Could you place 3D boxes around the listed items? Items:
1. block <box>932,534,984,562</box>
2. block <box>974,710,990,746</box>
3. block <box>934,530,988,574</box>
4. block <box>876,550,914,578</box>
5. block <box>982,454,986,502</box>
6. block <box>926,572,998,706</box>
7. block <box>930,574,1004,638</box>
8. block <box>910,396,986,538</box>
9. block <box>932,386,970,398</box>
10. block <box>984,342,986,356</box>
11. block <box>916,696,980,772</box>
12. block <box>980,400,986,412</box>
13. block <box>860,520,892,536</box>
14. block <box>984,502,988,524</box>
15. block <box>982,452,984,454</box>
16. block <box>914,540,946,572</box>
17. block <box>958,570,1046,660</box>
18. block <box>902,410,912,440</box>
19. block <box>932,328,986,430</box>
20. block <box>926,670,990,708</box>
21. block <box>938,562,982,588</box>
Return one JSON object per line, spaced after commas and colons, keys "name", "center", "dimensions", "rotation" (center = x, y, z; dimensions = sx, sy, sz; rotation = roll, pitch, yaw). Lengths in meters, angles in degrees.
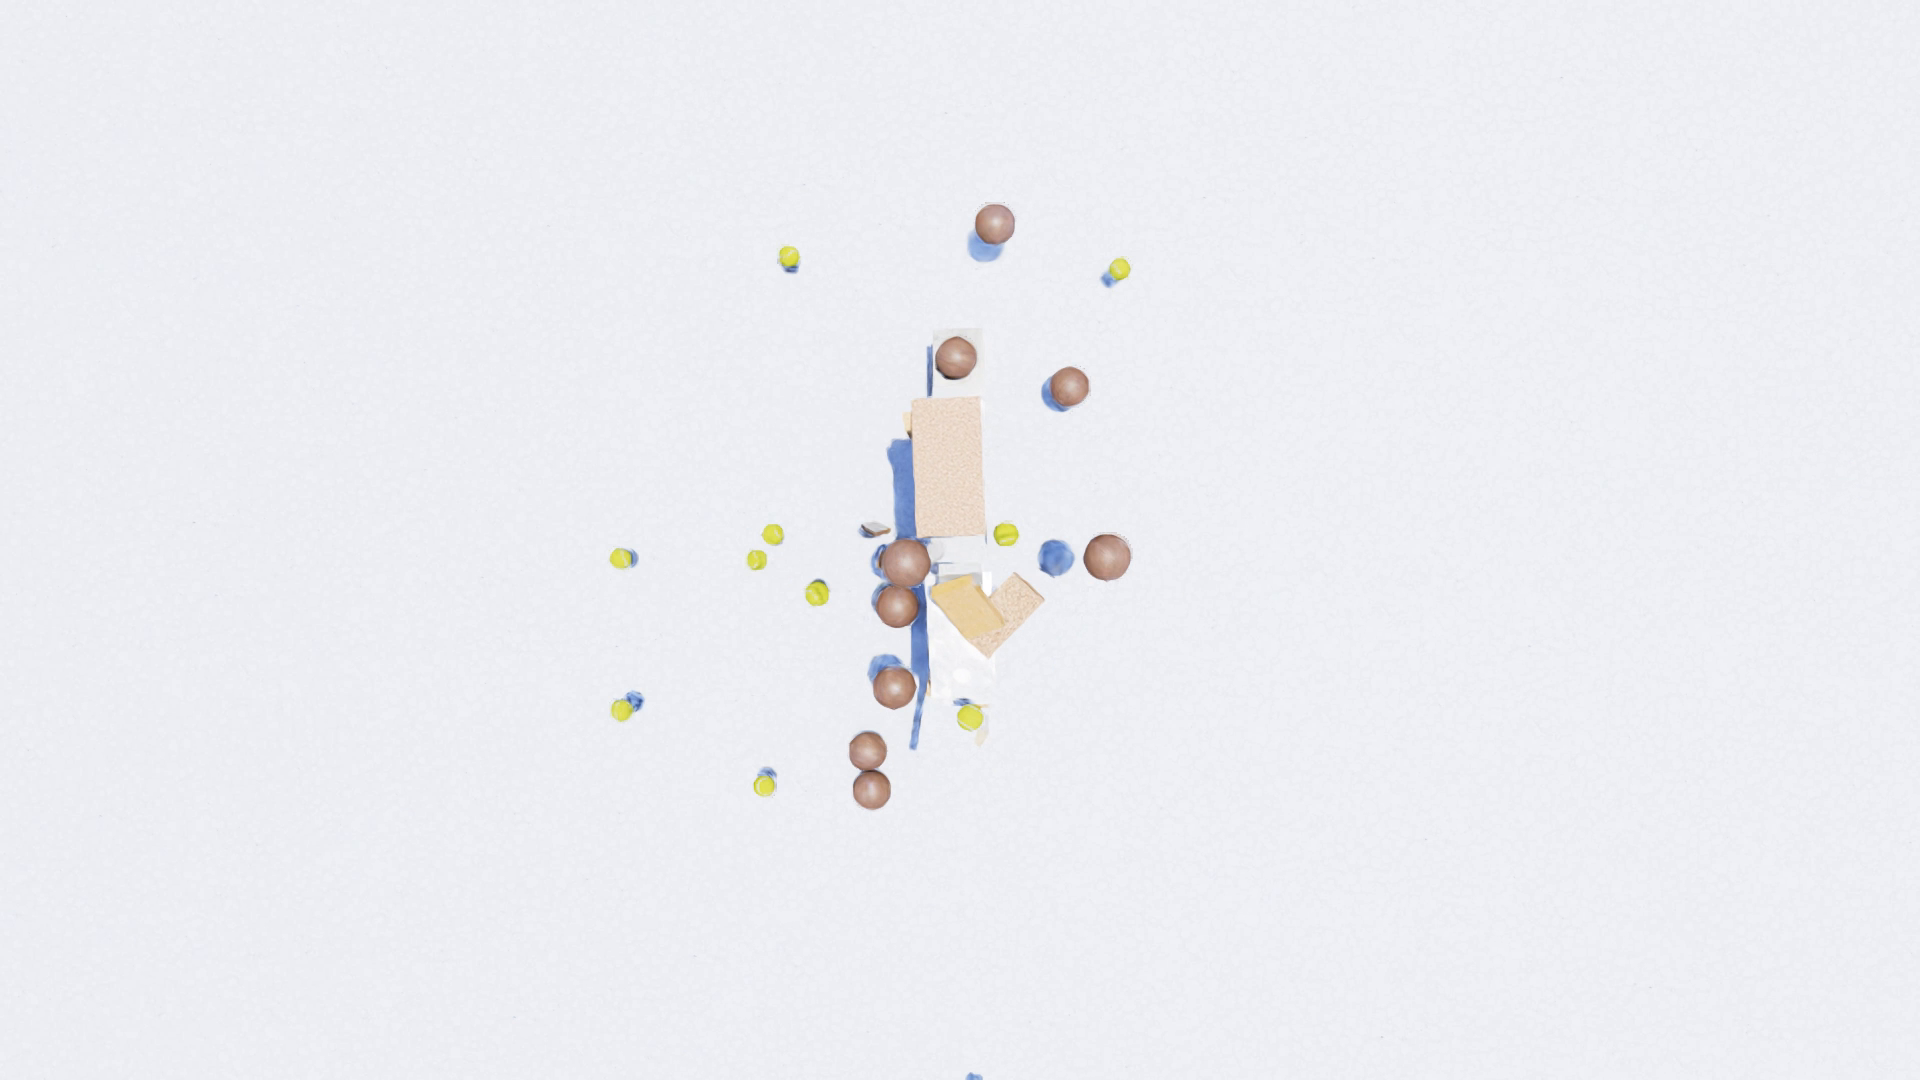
{"name": "block", "center": [-0.008, -0.087, 4.555], "dimensions": [0.145, 0.041, 0.291], "rotation": [-2, 90, 1]}
{"name": "block", "center": [0.007, 0.571, 5.324], "dimensions": [0.174, 0.347, 0.049], "rotation": [31, 94, 0]}
{"name": "block", "center": [0.002, 0.134, 4.891], "dimensions": [0.162, 0.046, 0.323], "rotation": [0, 90, 0]}
{"name": "block", "center": [-0.180, 0.068, 4.566], "dimensions": [0.095, 0.014, 0.048], "rotation": [20, 84, -12]}
{"name": "block", "center": [-0.004, -0.175, 4.941], "dimensions": [0.153, 0.043, 0.305], "rotation": [-3, 90, 0]}
{"name": "block", "center": [0.004, 0.269, 4.483], "dimensions": [0.178, 0.050, 0.356], "rotation": [-3, 90, -1]}
{"name": "block", "center": [0.021, 0.176, 4.315], "dimensions": [0.112, 0.223, 0.032], "rotation": [-19, 51, 16]}
{"name": "block", "center": [-0.028, -0.183, 4.161], "dimensions": [0.174, 0.049, 0.347], "rotation": [-2, 90, 3]}
{"name": "block", "center": [-0.021, -0.335, 4.700], "dimensions": [0.102, 0.029, 0.204], "rotation": [-3, 88, 3]}
{"name": "block", "center": [0.000, -0.601, 5.342], "dimensions": [0.158, 0.317, 0.045], "rotation": [0, 90, 0]}
{"name": "block", "center": [-0.028, 0.535, 5.124], "dimensions": [0.174, 0.049, 0.347], "rotation": [9, 90, 0]}
{"name": "block", "center": [0.023, -0.374, 4.926], "dimensions": [0.102, 0.422, 0.029], "rotation": [-38, 92, 1]}
{"name": "block", "center": [-0.238, -0.033, 4.672], "dimensions": [0.048, 0.170, 0.014], "rotation": [-15, 102, -14]}
{"name": "block", "center": [-0.017, -0.067, 4.359], "dimensions": [0.174, 0.347, 0.049], "rotation": [-3, 89, 3]}
{"name": "block", "center": [-0.007, -0.280, 5.116], "dimensions": [0.153, 0.305, 0.043], "rotation": [-2, 91, 0]}
{"name": "block", "center": [-0.082, 0.043, 4.519], "dimensions": [0.095, 0.014, 0.048], "rotation": [-34, 59, 31]}
{"name": "block", "center": [0.110, 0.202, 4.417], "dimensions": [0.112, 0.032, 0.223], "rotation": [43, 103, 0]}
{"name": "block", "center": [-0.045, -0.302, 4.437], "dimensions": [0.174, 0.497, 0.049], "rotation": [-9, 87, 3]}
{"name": "block", "center": [-0.003, -0.500, 5.160], "dimensions": [0.158, 0.045, 0.317], "rotation": [-1, 90, 0]}
{"name": "block", "center": [-0.006, 0.422, 4.804], "dimensions": [0.178, 0.591, 0.050], "rotation": [11, 90, -1]}
{"name": "block", "center": [0.003, 0.120, 4.351], "dimensions": [0.112, 0.223, 0.032], "rotation": [-4, 65, -1]}
